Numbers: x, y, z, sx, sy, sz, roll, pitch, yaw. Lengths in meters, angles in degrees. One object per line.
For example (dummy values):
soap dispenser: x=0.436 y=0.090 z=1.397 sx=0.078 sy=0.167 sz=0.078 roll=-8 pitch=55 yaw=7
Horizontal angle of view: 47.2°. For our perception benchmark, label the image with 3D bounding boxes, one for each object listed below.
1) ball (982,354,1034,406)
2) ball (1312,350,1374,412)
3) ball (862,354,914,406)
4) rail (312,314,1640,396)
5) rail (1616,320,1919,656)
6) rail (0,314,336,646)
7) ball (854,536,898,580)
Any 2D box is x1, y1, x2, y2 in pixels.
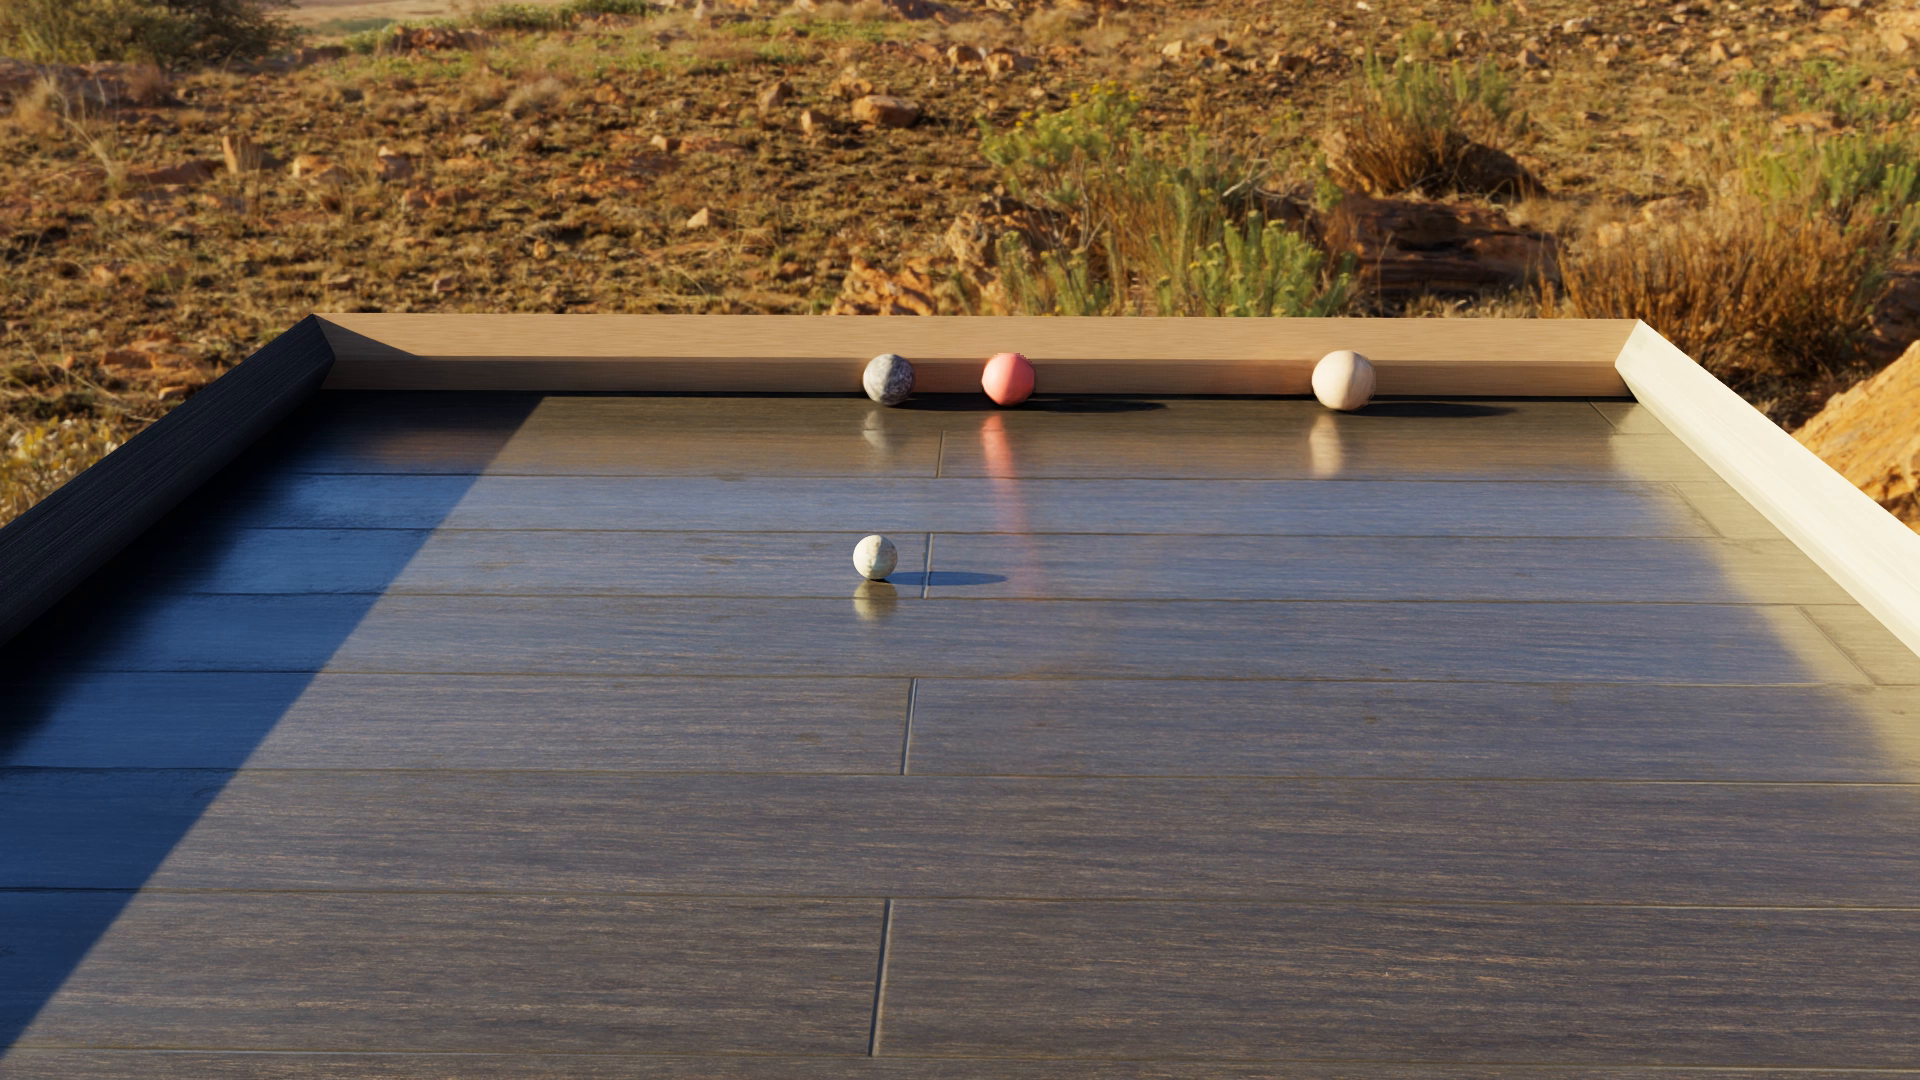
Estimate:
ball: x=0.075 y=-0.246 z=3.385 sx=0.081 sy=0.081 sz=0.081 roll=0 pitch=18 yaw=0
ball: x=0.585 y=-0.243 z=3.356 sx=0.093 sy=0.093 sz=0.093 roll=0 pitch=18 yaw=0
ball: x=-0.110 y=-0.247 z=3.391 sx=0.079 sy=0.079 sz=0.079 roll=0 pitch=18 yaw=0
rail: x=0.018 y=-0.285 z=3.437 sx=2.080 sy=0.121 sz=0.045 roll=0 pitch=18 yaw=1
rail: x=0.997 y=0.249 z=1.782 sx=0.045 sy=0.121 sz=3.482 roll=0 pitch=18 yaw=1
rail: x=-1.035 y=0.236 z=1.824 sx=0.045 sy=0.121 sz=3.482 roll=0 pitch=18 yaw=1
ball: x=-0.100 y=0.021 z=2.605 sx=0.053 sy=0.053 sz=0.053 roll=0 pitch=18 yaw=0
